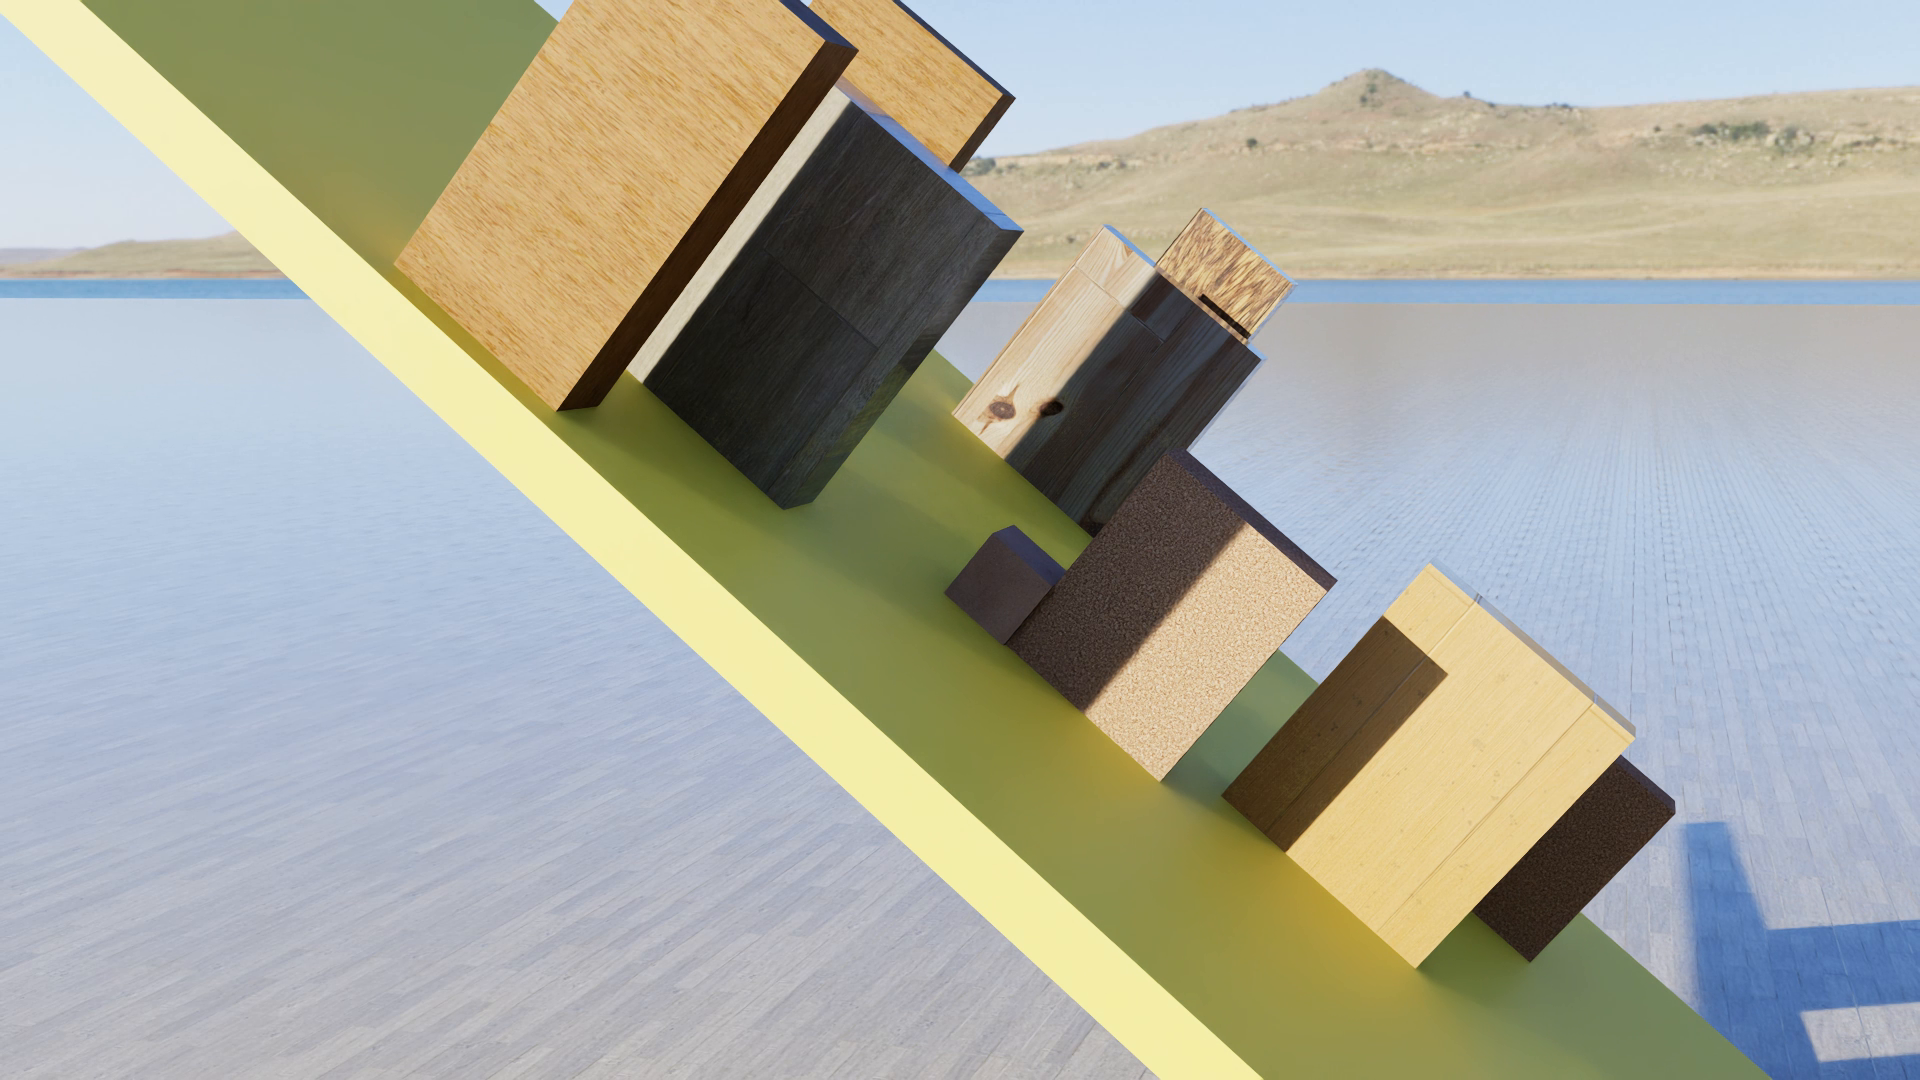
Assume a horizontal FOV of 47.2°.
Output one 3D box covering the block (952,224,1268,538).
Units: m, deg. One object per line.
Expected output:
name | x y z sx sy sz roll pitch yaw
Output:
block | 0.310 -0.323 4.620 0.435 0.514 0.085 42 16 9

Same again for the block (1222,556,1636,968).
block | 0.789 0.377 3.733 0.435 0.541 0.097 42 16 9

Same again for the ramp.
ramp | -0.002 0.050 4.041 4.000 0.100 2.000 42 16 9

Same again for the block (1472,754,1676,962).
block | 1.118 0.556 4.222 0.294 0.401 0.106 42 16 9

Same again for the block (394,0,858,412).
block | -0.493 -0.556 3.212 0.338 0.670 0.139 42 16 9

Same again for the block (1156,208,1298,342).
block | 0.430 -0.393 4.832 0.260 0.646 0.082 42 16 9

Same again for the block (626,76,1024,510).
block | -0.252 -0.412 3.527 0.438 0.572 0.132 42 16 9

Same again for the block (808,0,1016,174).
block | -0.255 -0.689 4.112 0.394 0.658 0.093 42 16 9

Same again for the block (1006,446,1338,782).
block | 0.352 0.121 3.673 0.344 0.426 0.134 42 16 9

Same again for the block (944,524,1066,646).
block | 0.083 0.075 3.735 0.134 0.134 0.134 42 16 9
